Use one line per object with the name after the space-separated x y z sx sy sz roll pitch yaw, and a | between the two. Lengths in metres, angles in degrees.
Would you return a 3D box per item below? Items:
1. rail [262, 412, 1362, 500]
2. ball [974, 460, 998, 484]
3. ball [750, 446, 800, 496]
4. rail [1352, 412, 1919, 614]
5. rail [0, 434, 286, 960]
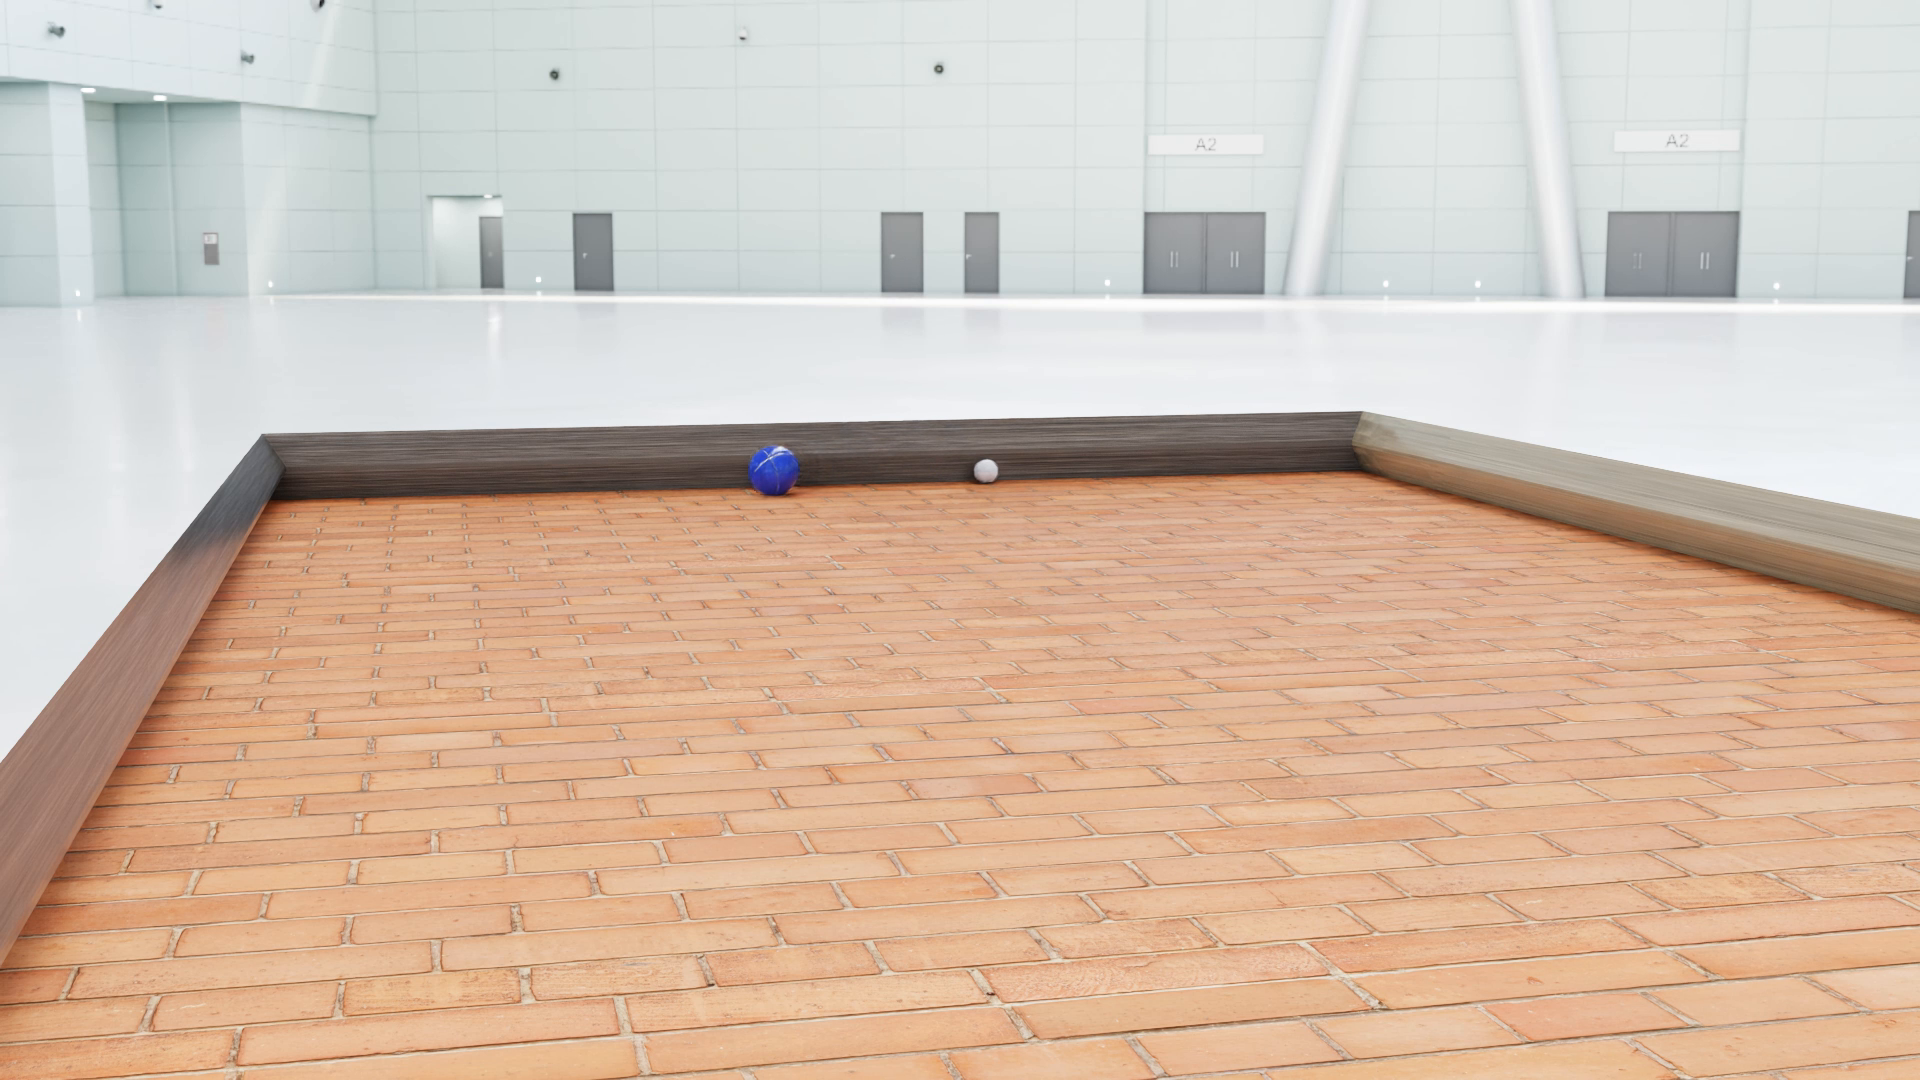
-0.232 -0.176 4.515 2.299 0.129 0.045 -2 8 -13 | rail
0.053 -0.142 4.561 0.050 0.050 0.050 0 8 0 | ball
-0.368 -0.139 4.361 0.099 0.099 0.099 0 8 0 | ball
1.332 0.060 2.847 0.045 0.129 4.055 -2 8 -13 | rail
-0.857 0.133 2.325 0.045 0.129 4.055 -2 8 -13 | rail
